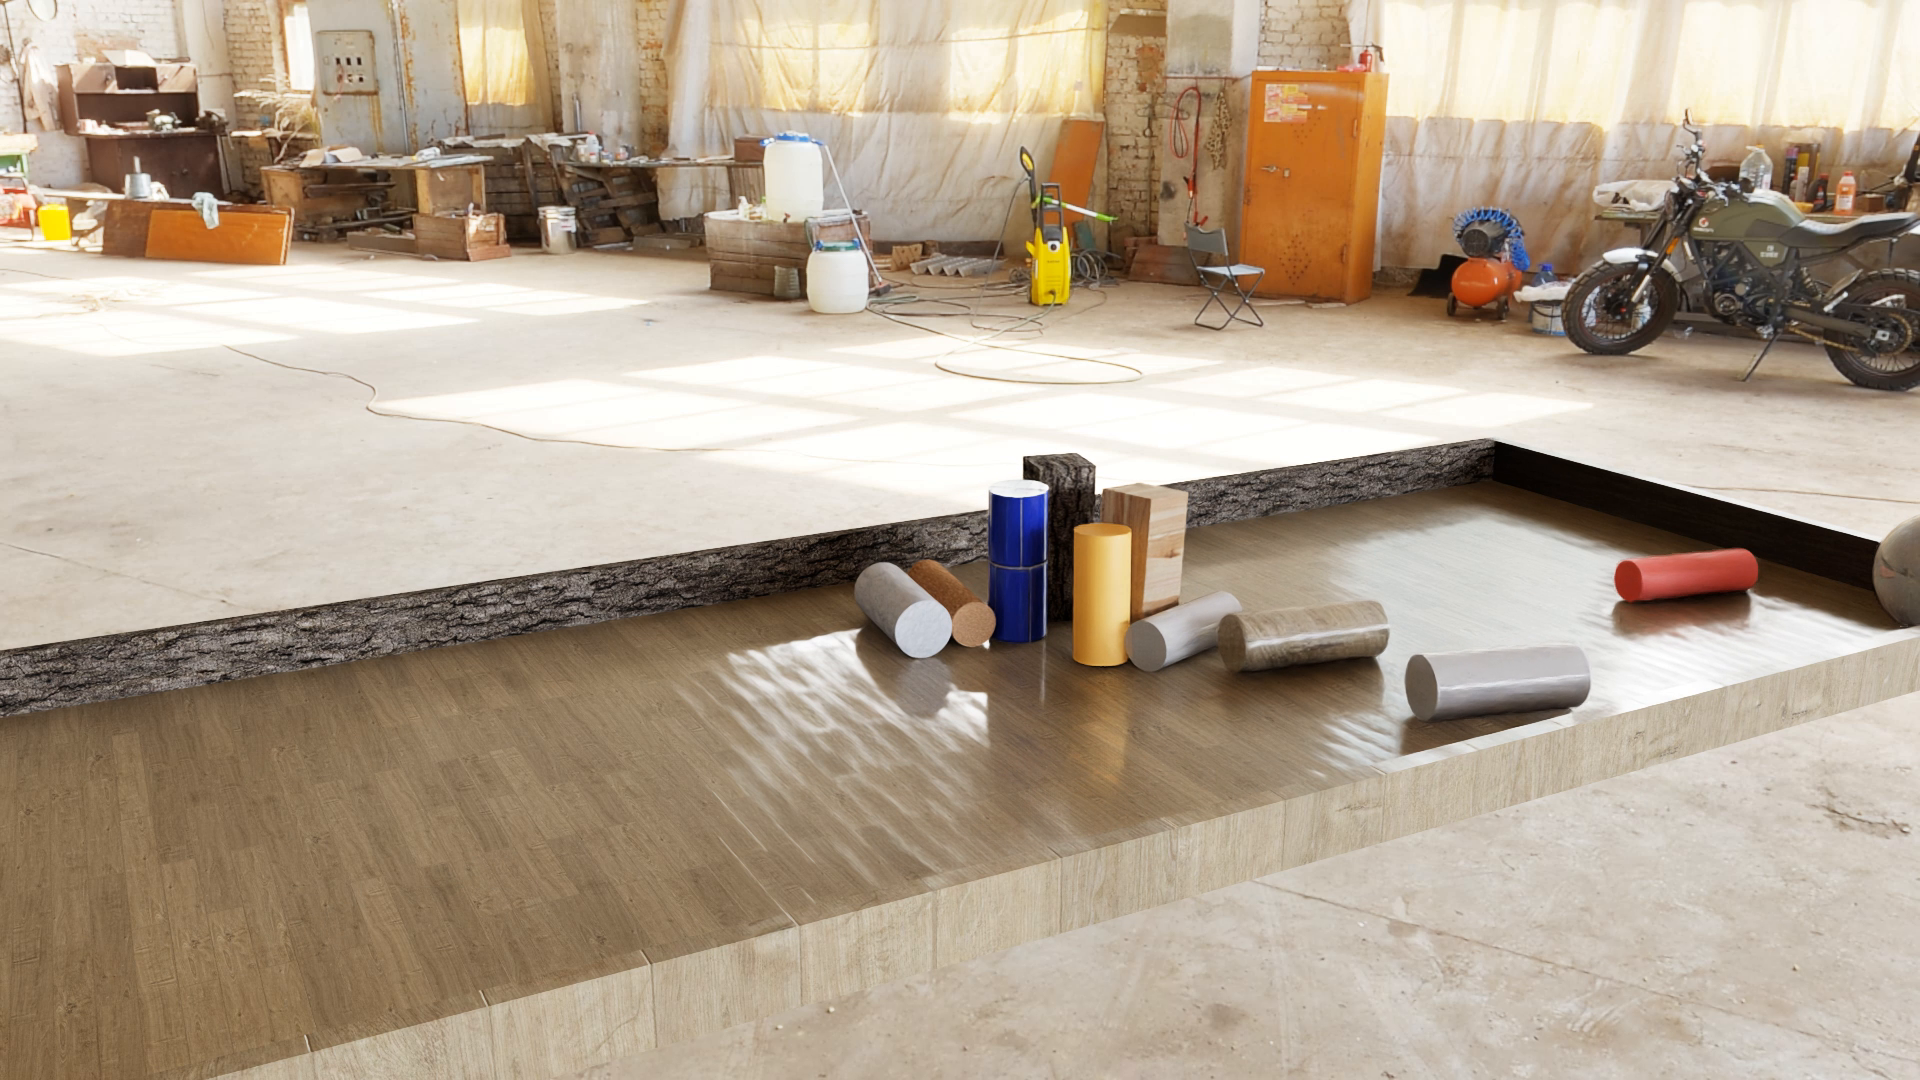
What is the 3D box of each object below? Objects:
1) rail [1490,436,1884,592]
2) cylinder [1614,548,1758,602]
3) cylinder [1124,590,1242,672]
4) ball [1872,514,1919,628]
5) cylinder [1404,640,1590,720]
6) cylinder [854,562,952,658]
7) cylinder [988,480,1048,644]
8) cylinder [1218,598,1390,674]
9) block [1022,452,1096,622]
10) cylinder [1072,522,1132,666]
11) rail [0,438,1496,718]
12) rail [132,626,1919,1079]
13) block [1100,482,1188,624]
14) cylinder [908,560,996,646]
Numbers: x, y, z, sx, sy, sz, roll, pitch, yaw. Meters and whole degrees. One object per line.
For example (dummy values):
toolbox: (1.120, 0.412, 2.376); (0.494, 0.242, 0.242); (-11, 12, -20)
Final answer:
rail: (2.466, -0.048, 5.253); (0.050, 0.150, 2.100); (-9, 18, -27)
cylinder: (2.110, 0.103, 4.790); (0.397, 0.122, 0.122); (-5, 17, -16)
cylinder: (0.590, 0.236, 4.314); (0.135, 0.135, 0.339); (15, 22, 42)
ball: (2.650, 0.091, 4.438); (0.342, 0.342, 0.342); (0, 16, 0)
cylinder: (1.280, 0.335, 3.933); (0.397, 0.159, 0.159); (-4, 17, -13)
cylinder: (-0.157, 0.185, 4.448); (0.157, 0.157, 0.359); (-6, 17, -20)
cylinder: (0.156, 0.058, 4.416); (0.160, 0.412, 0.160); (0, 19, 0)
cylinder: (0.886, 0.246, 4.251); (0.411, 0.151, 0.151); (-5, 17, -18)
block: (0.272, -0.007, 4.600); (0.161, 0.440, 0.161); (-4, 17, -15)
cylinder: (0.366, 0.140, 4.261); (0.148, 0.343, 0.148); (-1, 14, 0)
rail: (-3.305, 0.497, 3.399); (12.000, 0.150, 0.050); (-9, 18, -27)
rail: (-2.336, 1.006, 1.665); (12.000, 0.150, 0.050); (-9, 18, -27)
block: (0.476, 0.069, 4.372); (0.160, 0.411, 0.160); (15, 18, 41)
cylinder: (-0.031, 0.170, 4.555); (0.125, 0.125, 0.406); (-6, 17, -18)
